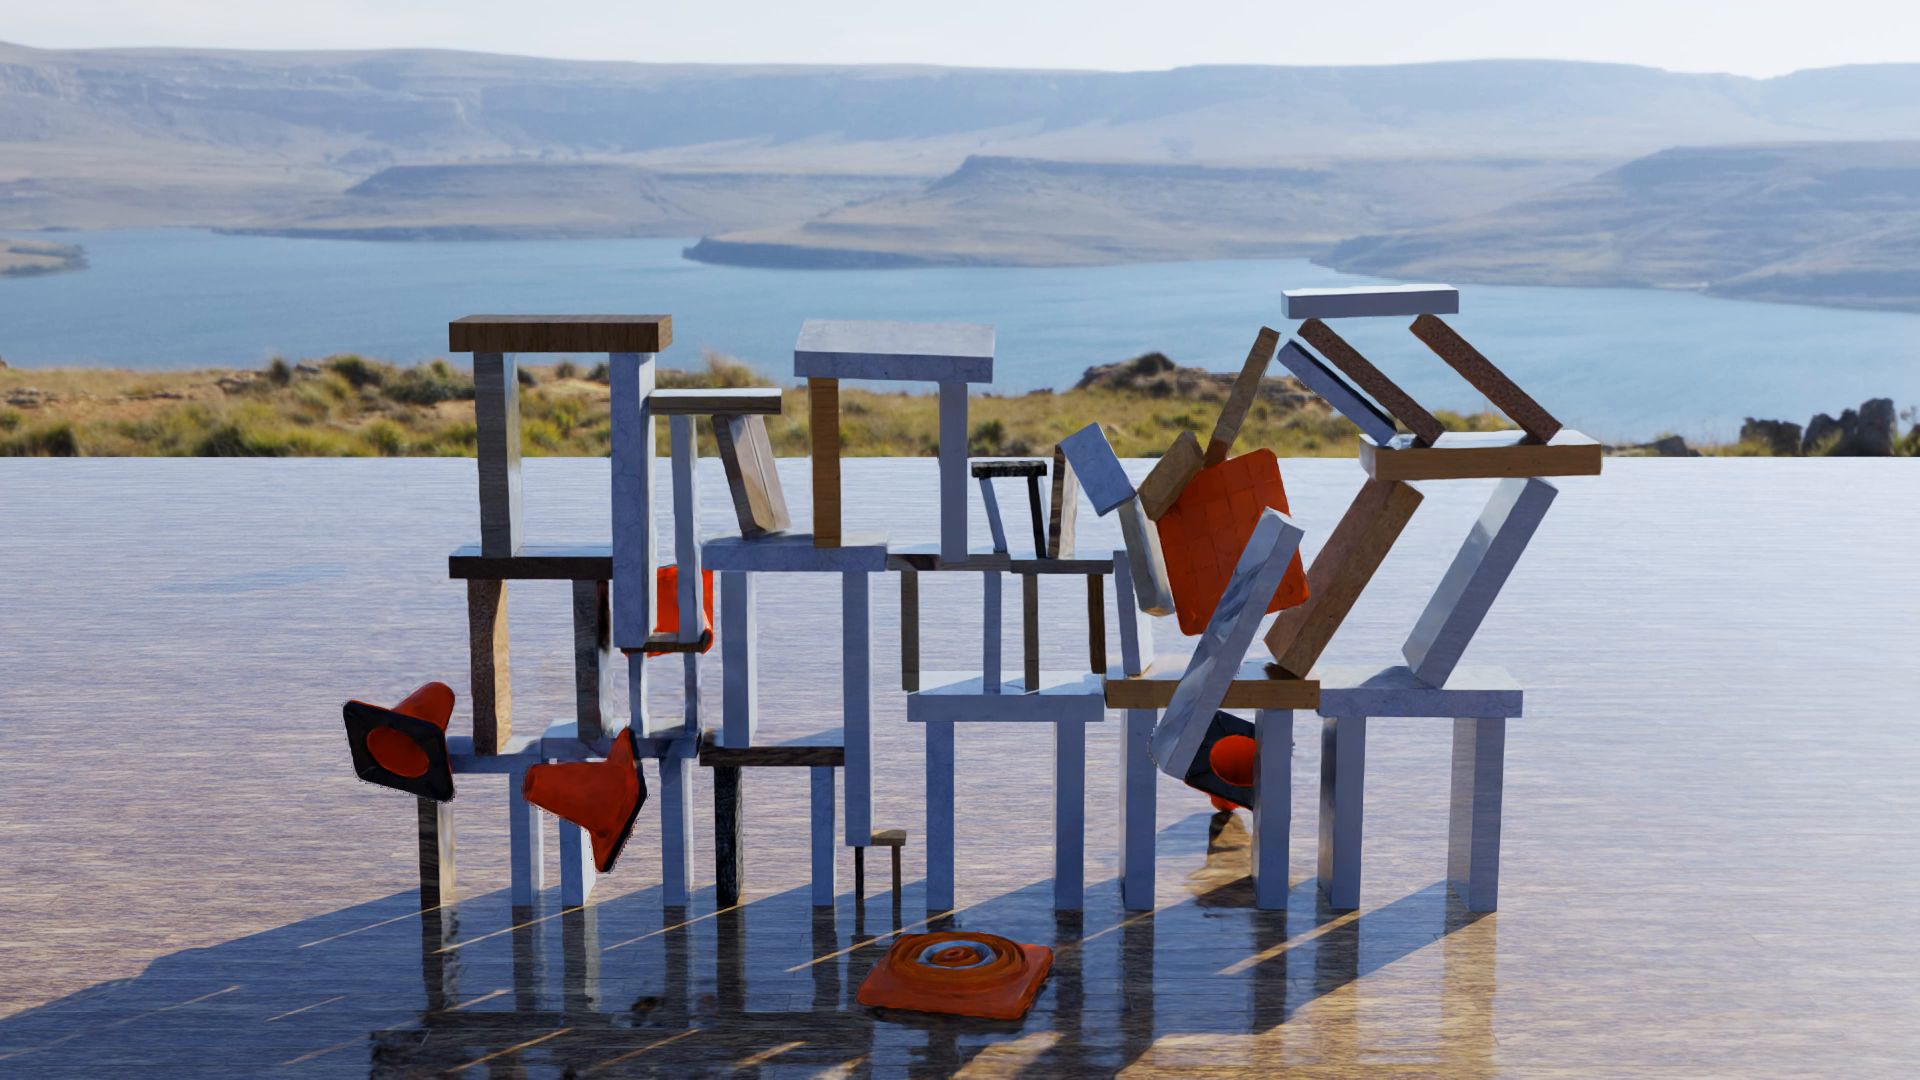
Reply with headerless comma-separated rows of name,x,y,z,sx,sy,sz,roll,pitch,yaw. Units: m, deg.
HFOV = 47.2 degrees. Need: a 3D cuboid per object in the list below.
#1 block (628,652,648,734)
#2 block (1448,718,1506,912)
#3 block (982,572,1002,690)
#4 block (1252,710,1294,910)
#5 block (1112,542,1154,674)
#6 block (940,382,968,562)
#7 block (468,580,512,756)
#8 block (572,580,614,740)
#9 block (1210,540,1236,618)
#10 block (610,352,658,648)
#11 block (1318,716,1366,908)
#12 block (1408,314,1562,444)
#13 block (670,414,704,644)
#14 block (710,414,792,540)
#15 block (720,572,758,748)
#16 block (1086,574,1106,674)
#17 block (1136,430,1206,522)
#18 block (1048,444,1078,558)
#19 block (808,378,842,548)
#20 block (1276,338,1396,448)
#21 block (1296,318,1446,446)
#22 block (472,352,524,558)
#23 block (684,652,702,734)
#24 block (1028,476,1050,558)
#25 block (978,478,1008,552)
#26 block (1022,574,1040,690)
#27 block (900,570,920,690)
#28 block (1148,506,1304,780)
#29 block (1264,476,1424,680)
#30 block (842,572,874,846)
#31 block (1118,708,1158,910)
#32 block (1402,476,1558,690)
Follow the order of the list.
block,-0.527,0.243,3.604,0.019,0.135,0.068,0,11,0
block,0.852,0.431,3.637,0.046,0.325,0.162,0,11,0
block,0.052,0.137,3.585,0.028,0.197,0.099,0,11,0
block,0.517,0.421,3.648,0.048,0.340,0.170,1,10,4
block,0.282,0.108,3.575,0.029,0.203,0.102,-3,9,17
block,-0.009,-0.140,3.486,0.043,0.316,0.150,0,25,0
block,-0.768,0.195,3.594,0.037,0.292,0.131,0,10,-1
block,-0.598,0.181,3.590,0.037,0.262,0.131,0,11,0
block,0.426,0.109,3.575,0.029,0.203,0.102,0,10,0
block,-0.526,-0.074,3.547,0.046,0.471,0.163,1,10,0
block,0.632,0.429,3.648,0.046,0.325,0.162,0,11,1
block,0.832,-0.259,3.490,0.262,0.037,0.131,40,9,-6
block,-0.441,-0.025,3.557,0.029,0.369,0.103,-1,10,-1
block,-0.338,-0.110,3.573,0.029,0.207,0.103,-13,3,28
block,-0.361,0.181,3.599,0.041,0.292,0.146,0,10,0
block,0.222,0.128,3.582,0.023,0.164,0.082,-3,10,1
block,0.333,-0.101,3.471,0.020,0.138,0.069,16,37,-30
block,0.169,-0.067,3.552,0.020,0.183,0.069,8,13,22
block,-0.216,-0.154,3.498,0.043,0.301,0.150,-2,22,-6
block,0.601,-0.237,3.511,0.219,0.031,0.109,40,15,1
block,0.654,-0.256,3.505,0.262,0.037,0.131,40,9,-5
block,-0.740,-0.146,3.534,0.046,0.326,0.163,-1,10,-4
block,-0.437,0.243,3.604,0.019,0.135,0.068,0,11,0
block,0.129,-0.042,3.557,0.017,0.131,0.060,-5,9,11
block,0.053,-0.046,3.548,0.017,0.120,0.060,-14,11,-1
block,0.115,0.140,3.586,0.023,0.191,0.082,-1,11,0
block,-0.080,0.137,3.585,0.028,0.197,0.099,0,11,0
block,0.368,0.143,3.059,0.031,0.385,0.109,23,10,-11
block,0.619,0.049,3.570,0.049,0.349,0.175,31,9,-6
block,-0.166,0.262,3.612,0.041,0.456,0.146,0,10,0
block,0.294,0.422,3.642,0.048,0.340,0.170,0,11,0
block,0.840,0.054,3.573,0.049,0.367,0.175,28,11,-1
